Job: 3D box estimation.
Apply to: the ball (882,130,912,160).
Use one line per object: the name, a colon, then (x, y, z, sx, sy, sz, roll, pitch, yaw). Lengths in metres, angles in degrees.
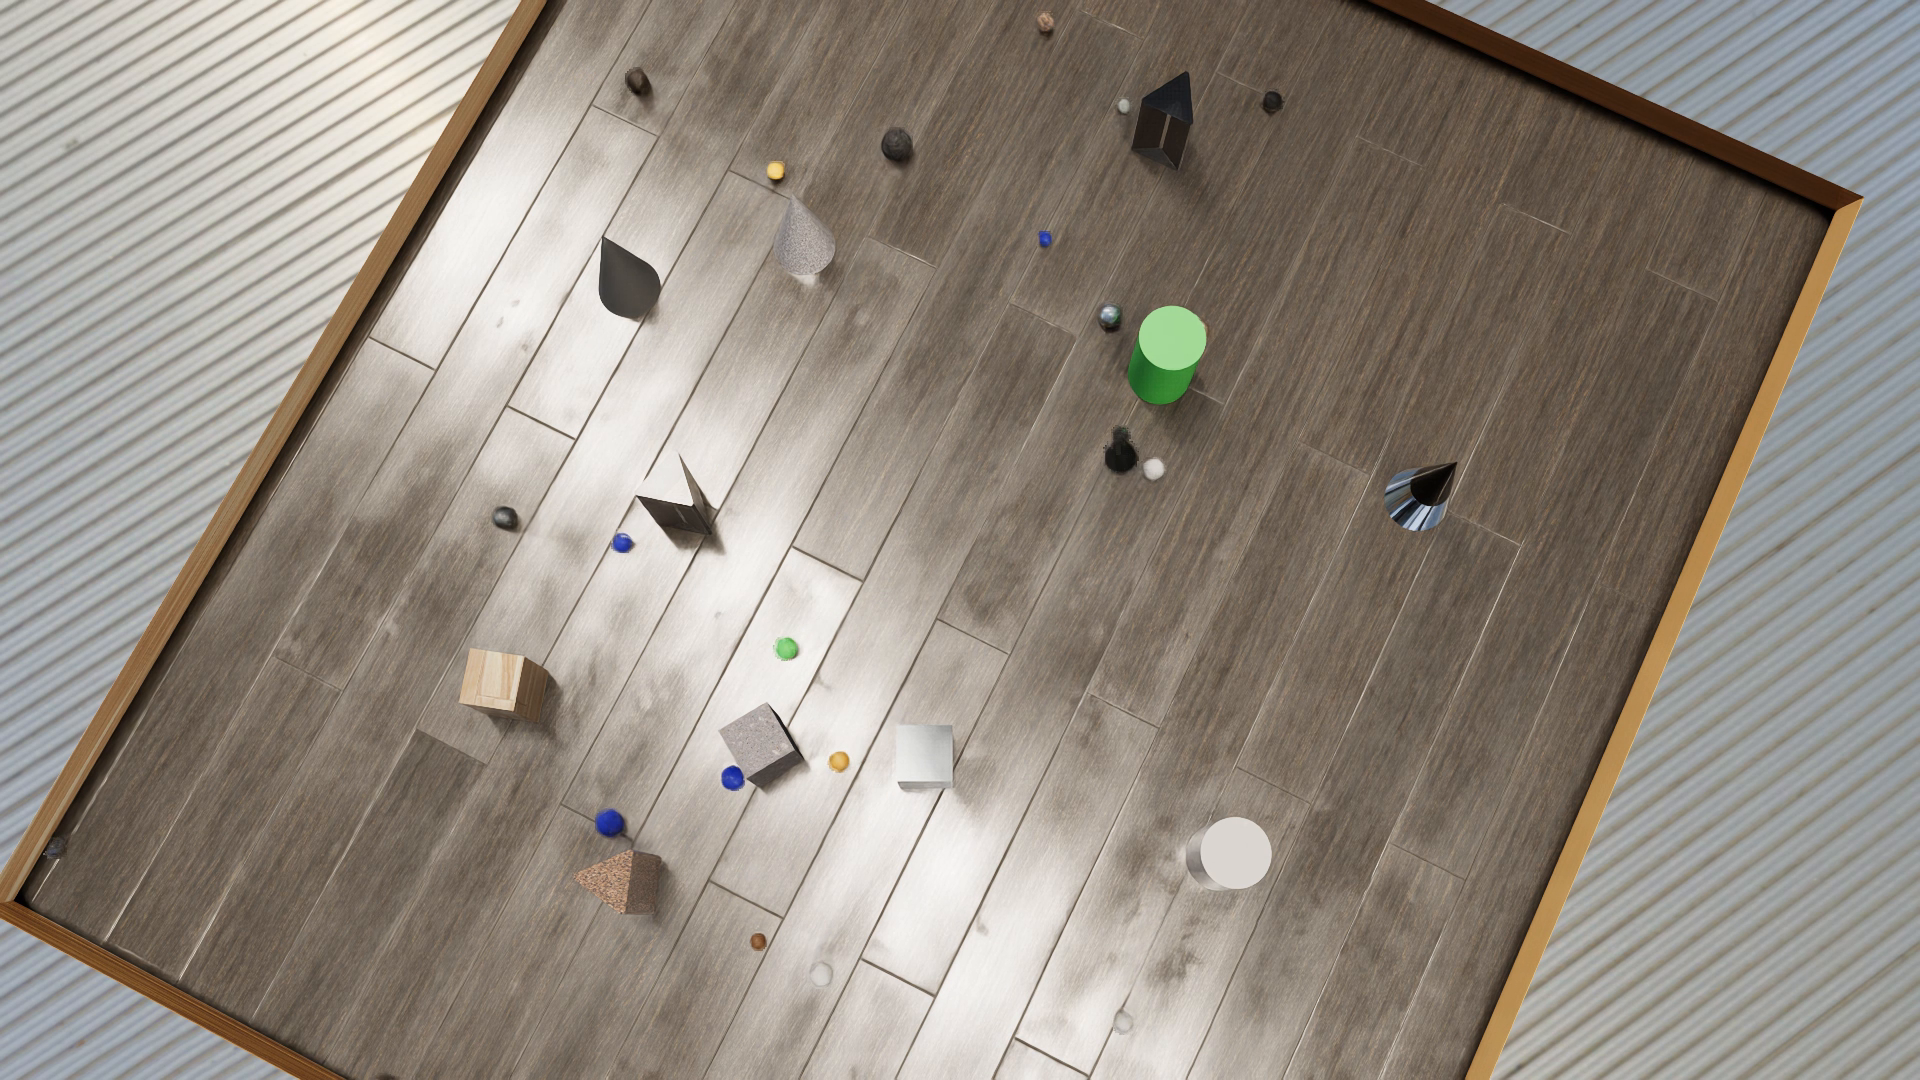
ball: (-0.202, -1.256, 5.826, 0.098, 0.098, 0.098, 0, 78, 0)

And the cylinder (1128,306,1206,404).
cylinder: (0.623, -0.555, 5.546, 0.197, 0.364, 0.197, 0, 78, 0)

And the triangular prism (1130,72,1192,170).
triangular prism: (0.656, -1.319, 5.710, 0.171, 0.352, 0.148, 26, 80, 5)

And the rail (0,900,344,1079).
rail: (-0.987, 1.940, 5.149, 4.071, 0.128, 0.045, 26, 80, 5)

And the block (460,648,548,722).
block: (-1.332, 0.429, 5.366, 0.158, 0.317, 0.158, 8, 78, 2)

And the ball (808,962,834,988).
ball: (-0.403, 1.261, 5.319, 0.072, 0.072, 0.072, 0, 78, 0)

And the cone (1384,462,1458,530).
cone: (1.406, -0.173, 5.409, 0.197, 0.476, 0.197, 0, 78, 0)

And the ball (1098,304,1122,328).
ball: (0.469, -0.700, 5.723, 0.075, 0.075, 0.075, 0, 78, 0)

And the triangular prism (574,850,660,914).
triangular prism: (-0.930, 0.946, 5.177, 0.171, 0.477, 0.148, 35, 80, 7)

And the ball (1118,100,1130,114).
ball: (0.527, -1.392, 5.883, 0.042, 0.042, 0.042, 0, 78, 0)

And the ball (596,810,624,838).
ball: (-1.030, 0.836, 5.403, 0.079, 0.079, 0.079, 0, 78, 0)

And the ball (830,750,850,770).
ball: (-0.357, 0.657, 5.450, 0.060, 0.060, 0.060, 0, 78, 0)

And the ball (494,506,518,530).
ball: (-1.387, -0.068, 5.594, 0.071, 0.071, 0.071, 0, 78, 0)

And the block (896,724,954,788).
block: (-0.100, 0.633, 5.331, 0.158, 0.302, 0.158, 0, 78, 0)

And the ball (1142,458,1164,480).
ball: (0.595, -0.216, 5.627, 0.067, 0.067, 0.067, 0, 78, 0)

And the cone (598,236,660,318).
cone: (-1.043, -0.842, 5.559, 0.197, 0.455, 0.197, 0, 78, 0)

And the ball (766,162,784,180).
ball: (-0.587, -1.174, 5.831, 0.056, 0.056, 0.056, 0, 78, 0)

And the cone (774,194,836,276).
cone: (-0.493, -0.977, 5.599, 0.197, 0.430, 0.197, 0, 78, 0)

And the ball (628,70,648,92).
ball: (-1.034, -1.475, 5.887, 0.068, 0.068, 0.068, 0, 78, 0)

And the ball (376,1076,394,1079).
ball: (-1.654, 1.569, 5.258, 0.066, 0.066, 0.066, 0, 78, 0)

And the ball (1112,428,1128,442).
ball: (0.496, -0.324, 5.658, 0.050, 0.050, 0.050, 0, 78, 0)

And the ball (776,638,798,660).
ball: (-0.521, 0.326, 5.516, 0.065, 0.065, 0.065, 0, 78, 0)

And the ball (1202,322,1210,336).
ball: (0.757, -0.656, 5.727, 0.049, 0.049, 0.049, 0, 78, 0)

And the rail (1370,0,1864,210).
rail: (0.987, -1.926, 5.949, 4.071, 0.128, 0.045, 26, 80, 5)

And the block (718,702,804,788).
block: (-0.572, 0.597, 5.316, 0.158, 0.346, 0.158, -30, 80, -6)

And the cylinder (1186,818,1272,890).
cylinder: (0.766, 0.903, 5.254, 0.197, 0.344, 0.197, 0, 78, 0)

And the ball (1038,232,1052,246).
ball: (0.269, -0.949, 5.791, 0.043, 0.043, 0.043, 0, 78, 0)

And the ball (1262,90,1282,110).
ball: (1.003, -1.408, 5.877, 0.062, 0.062, 0.062, 0, 78, 0)

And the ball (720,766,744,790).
ball: (-0.675, 0.706, 5.434, 0.071, 0.071, 0.071, 0, 78, 0)

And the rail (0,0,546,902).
rail: (-1.799, -0.874, 5.731, 0.045, 0.128, 4.462, 26, 80, 5)

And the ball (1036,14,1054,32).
ball: (0.277, -1.676, 5.934, 0.057, 0.057, 0.057, 0, 78, 0)

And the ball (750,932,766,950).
ball: (-0.589, 1.170, 5.350, 0.047, 0.047, 0.047, 0, 78, 0)

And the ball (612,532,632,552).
ball: (-1.029, 0.007, 5.585, 0.058, 0.058, 0.058, 0, 78, 0)

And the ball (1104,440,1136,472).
ball: (0.492, -0.256, 5.619, 0.099, 0.099, 0.099, 0, 78, 0)

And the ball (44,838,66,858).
ball: (-2.665, 0.906, 5.399, 0.058, 0.058, 0.058, 0, 78, 0)

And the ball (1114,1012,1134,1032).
ball: (0.474, 1.395, 5.298, 0.058, 0.058, 0.058, 0, 78, 0)

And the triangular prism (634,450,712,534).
triangular prism: (-0.830, -0.146, 5.438, 0.171, 0.410, 0.148, 11, 79, 2)

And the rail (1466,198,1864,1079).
rail: (1.799, 0.888, 5.366, 0.045, 0.128, 4.462, 26, 80, 5)
